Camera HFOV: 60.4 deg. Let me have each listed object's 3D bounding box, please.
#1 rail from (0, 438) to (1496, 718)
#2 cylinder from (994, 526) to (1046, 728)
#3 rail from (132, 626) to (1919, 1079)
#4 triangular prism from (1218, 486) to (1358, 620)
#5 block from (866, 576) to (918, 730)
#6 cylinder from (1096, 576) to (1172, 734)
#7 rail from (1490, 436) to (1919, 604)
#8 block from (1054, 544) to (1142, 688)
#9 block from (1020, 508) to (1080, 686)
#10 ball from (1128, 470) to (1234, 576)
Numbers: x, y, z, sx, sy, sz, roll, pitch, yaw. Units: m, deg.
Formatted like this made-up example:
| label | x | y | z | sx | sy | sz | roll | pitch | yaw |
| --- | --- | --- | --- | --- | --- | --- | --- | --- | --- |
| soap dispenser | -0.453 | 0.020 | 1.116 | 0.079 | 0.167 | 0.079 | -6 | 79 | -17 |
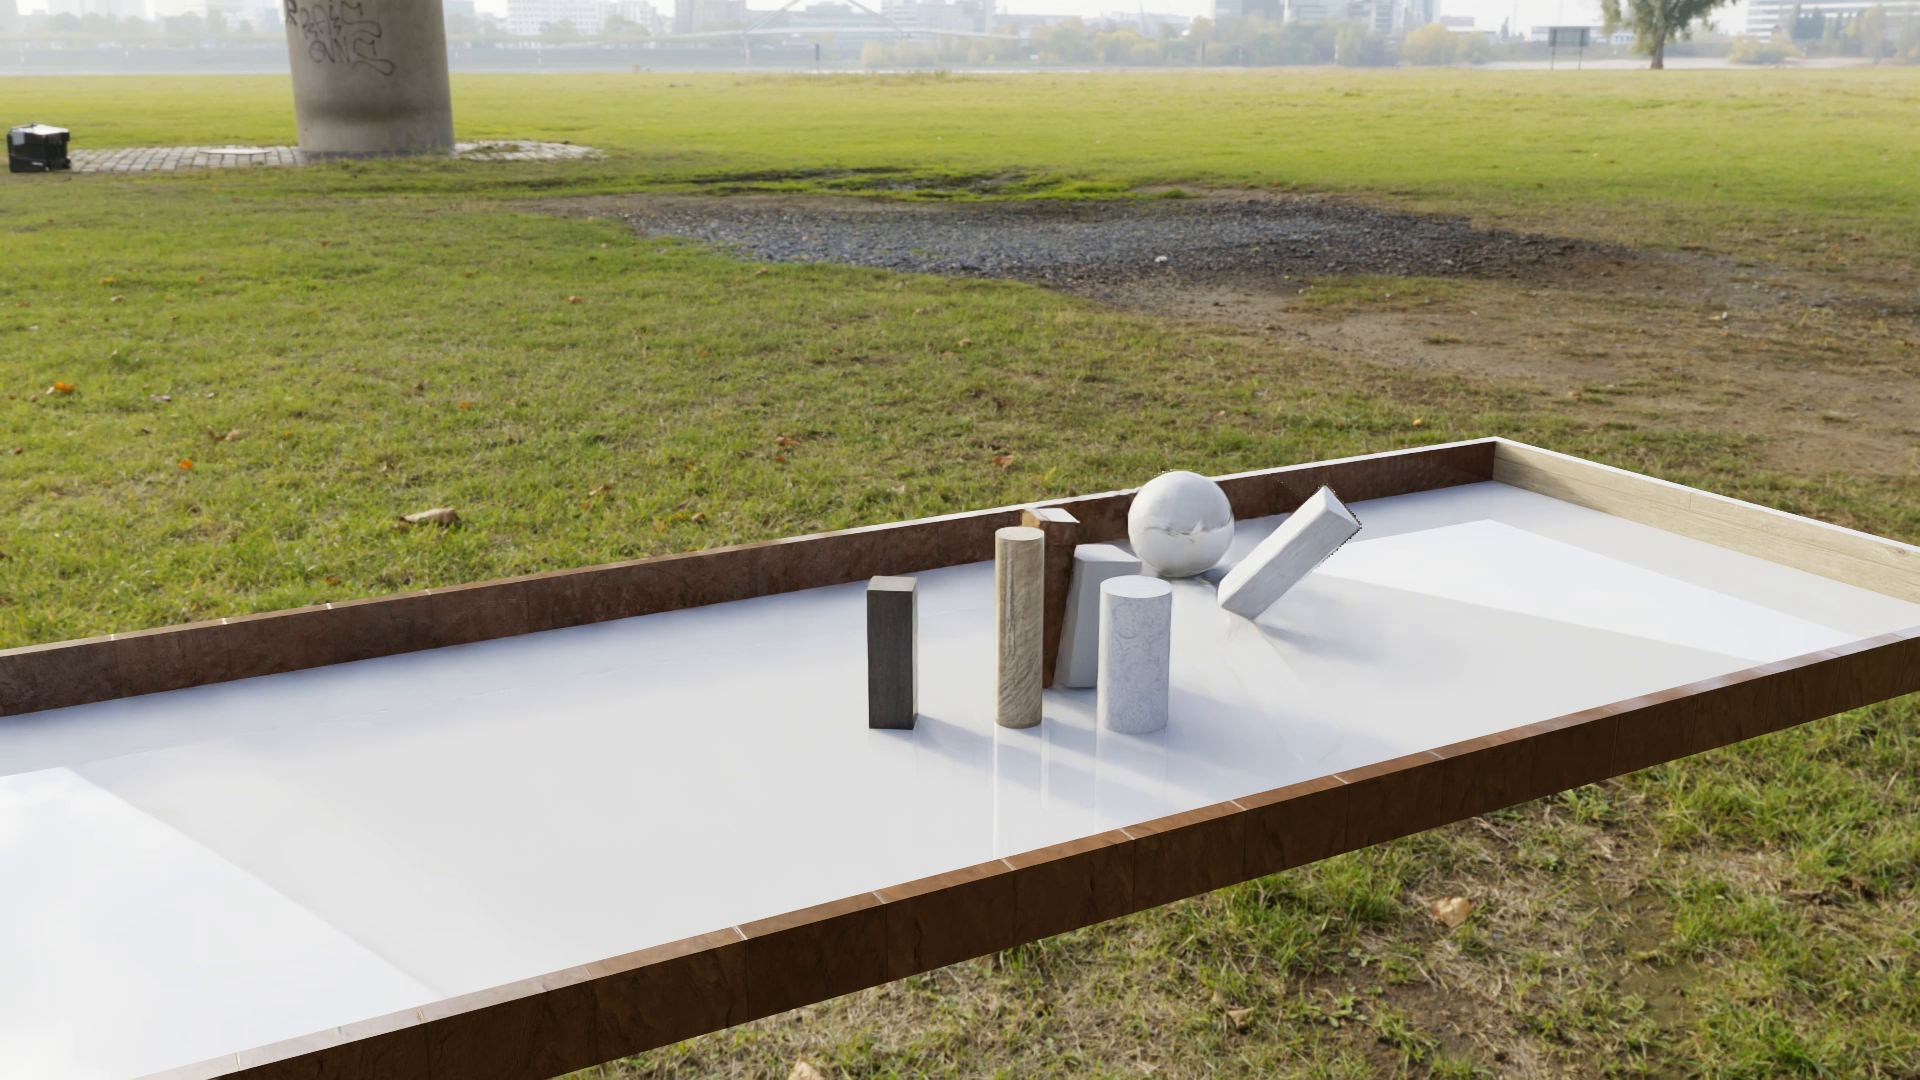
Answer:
| label | x | y | z | sx | sy | sz | roll | pitch | yaw |
| --- | --- | --- | --- | --- | --- | --- | --- | --- | --- |
| rail | -3.305 | 0.497 | 3.399 | 12.000 | 0.150 | 0.050 | -9 | 18 | -27 |
| cylinder | 0.138 | 0.205 | 3.842 | 0.114 | 0.459 | 0.114 | 0 | 16 | 0 |
| rail | -2.336 | 1.006 | 1.665 | 12.000 | 0.150 | 0.050 | -9 | 18 | -27 |
| triangular prism | 0.873 | 0.028 | 4.496 | 0.143 | 0.409 | 0.124 | 24 | 33 | -34 |
| block | -0.156 | 0.264 | 3.853 | 0.105 | 0.341 | 0.105 | 1 | 16 | 5 |
| cylinder | 0.407 | 0.267 | 3.854 | 0.166 | 0.334 | 0.166 | 0 | 16 | 0 |
| rail | 2.466 | -0.048 | 5.253 | 0.050 | 0.150 | 2.100 | -9 | 18 | -27 |
| block | 0.325 | 0.187 | 4.119 | 0.160 | 0.321 | 0.160 | 0 | 15 | -24 |
| block | 0.193 | 0.143 | 4.078 | 0.105 | 0.431 | 0.105 | 2 | 18 | -21 |
| ball | 0.663 | -0.048 | 4.955 | 0.318 | 0.318 | 0.318 | 0 | 16 | 0 |
